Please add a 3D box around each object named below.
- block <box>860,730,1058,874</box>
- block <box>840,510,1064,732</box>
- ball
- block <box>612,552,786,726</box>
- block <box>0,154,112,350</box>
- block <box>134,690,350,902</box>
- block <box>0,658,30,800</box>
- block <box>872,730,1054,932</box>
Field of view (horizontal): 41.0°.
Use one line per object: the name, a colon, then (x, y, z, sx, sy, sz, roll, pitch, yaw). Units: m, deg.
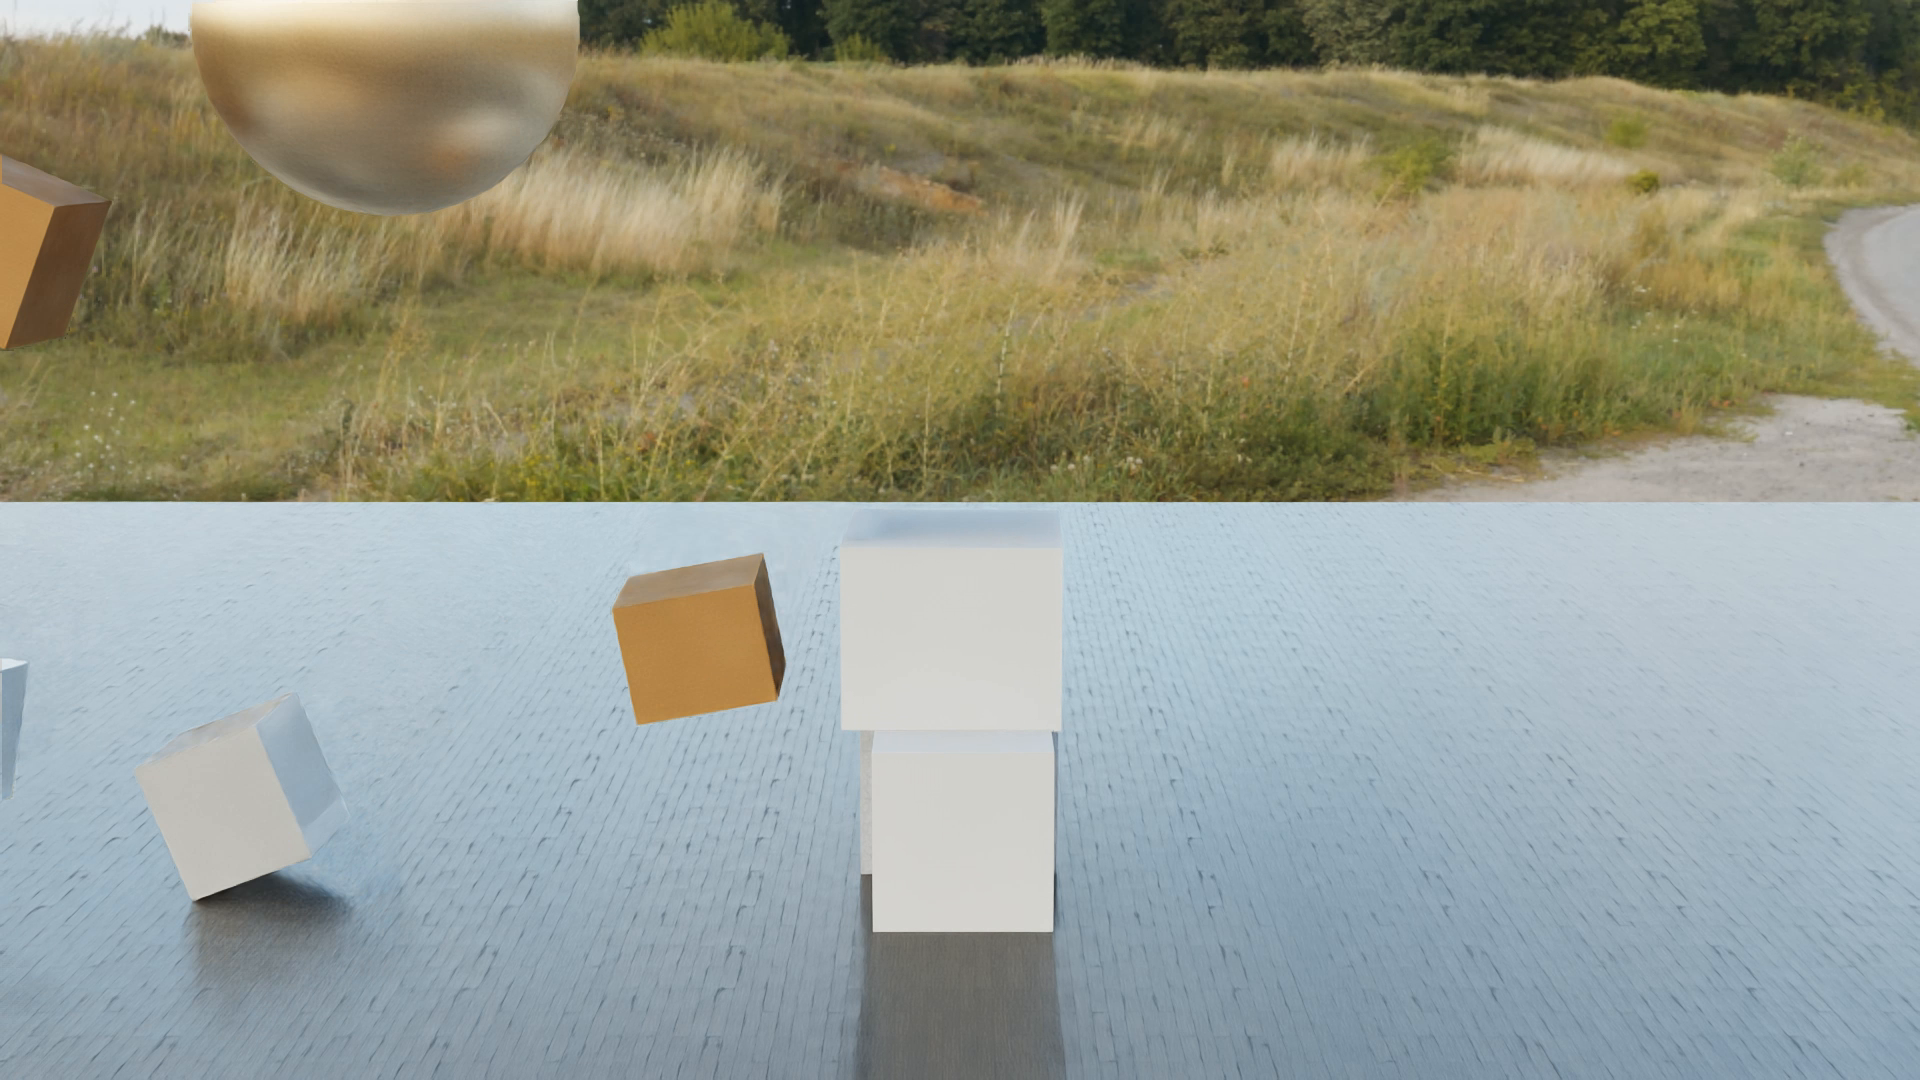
block: (-0.004, 1.028, 11.764, 0.873, 0.768, 0.877, 0, 10, 0)
block: (-0.027, 0.335, 11.241, 0.931, 0.785, 0.948, 0, 10, 1)
ball: (-2.404, -2.168, 10.786, 1.600, 1.600, 1.600, 0, 10, 0)
block: (-1.132, 0.428, 11.246, 0.616, 0.527, 0.562, -10, 13, 2)
block: (-4.133, -1.260, 10.982, 0.605, 0.646, 0.601, 23, 10, 0)
block: (-3.136, 1.113, 11.254, 0.566, 0.623, 0.617, -20, 9, 5)
block: (-4.523, 0.835, 11.260, 0.550, 0.618, 0.659, 9, 4, 1)
block: (0.013, 1.178, 10.944, 0.747, 0.766, 0.770, 0, 10, 0)
